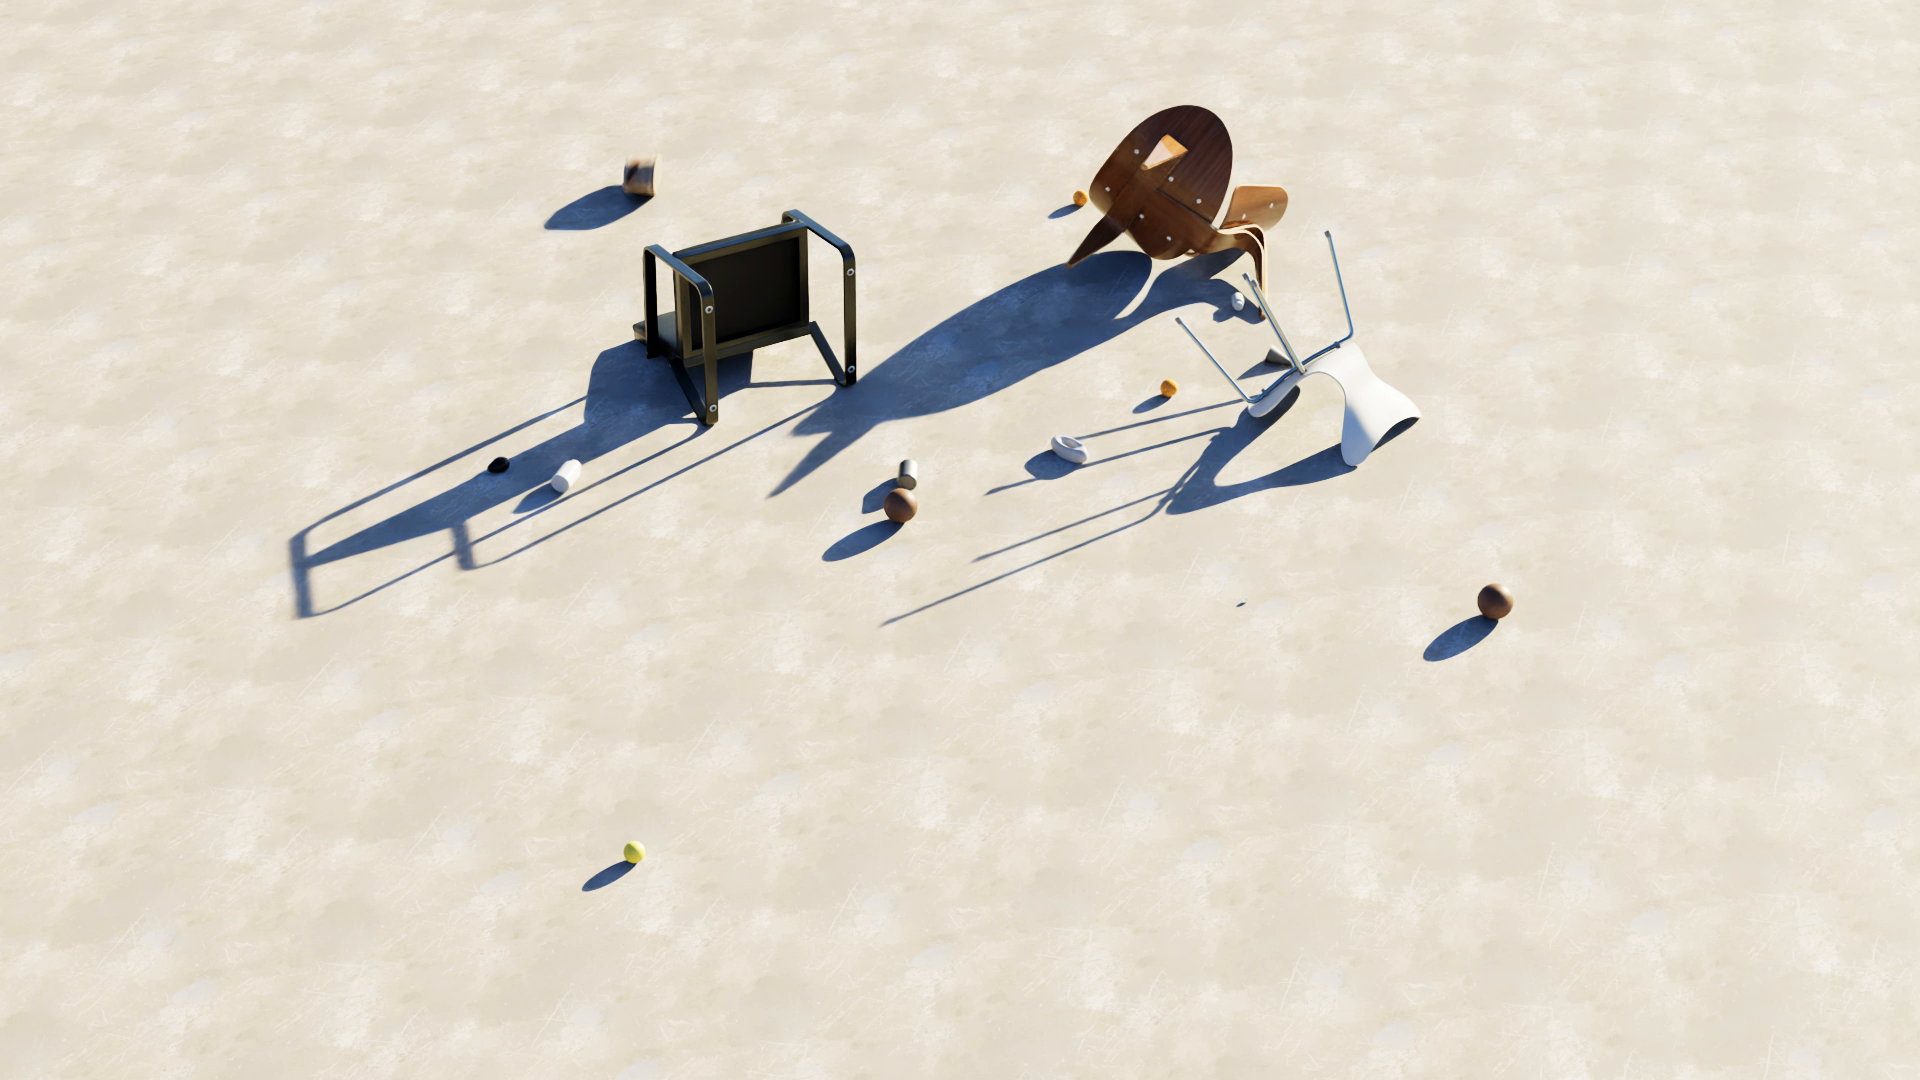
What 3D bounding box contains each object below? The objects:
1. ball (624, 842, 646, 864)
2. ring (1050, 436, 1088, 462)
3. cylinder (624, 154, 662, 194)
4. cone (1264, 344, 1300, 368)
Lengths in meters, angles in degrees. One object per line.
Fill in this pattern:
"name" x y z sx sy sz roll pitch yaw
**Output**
"ball" -1.041 0.997 9.367 0.070 0.070 0.070 0 33 0
"ring" 0.426 -0.354 11.427 0.087 0.061 0.188 -29 42 -34
"cylinder" -1.441 -1.662 13.319 0.136 0.162 0.294 1 29 2
"cone" 1.331 -0.737 12.031 0.140 0.075 0.082 26 36 10
